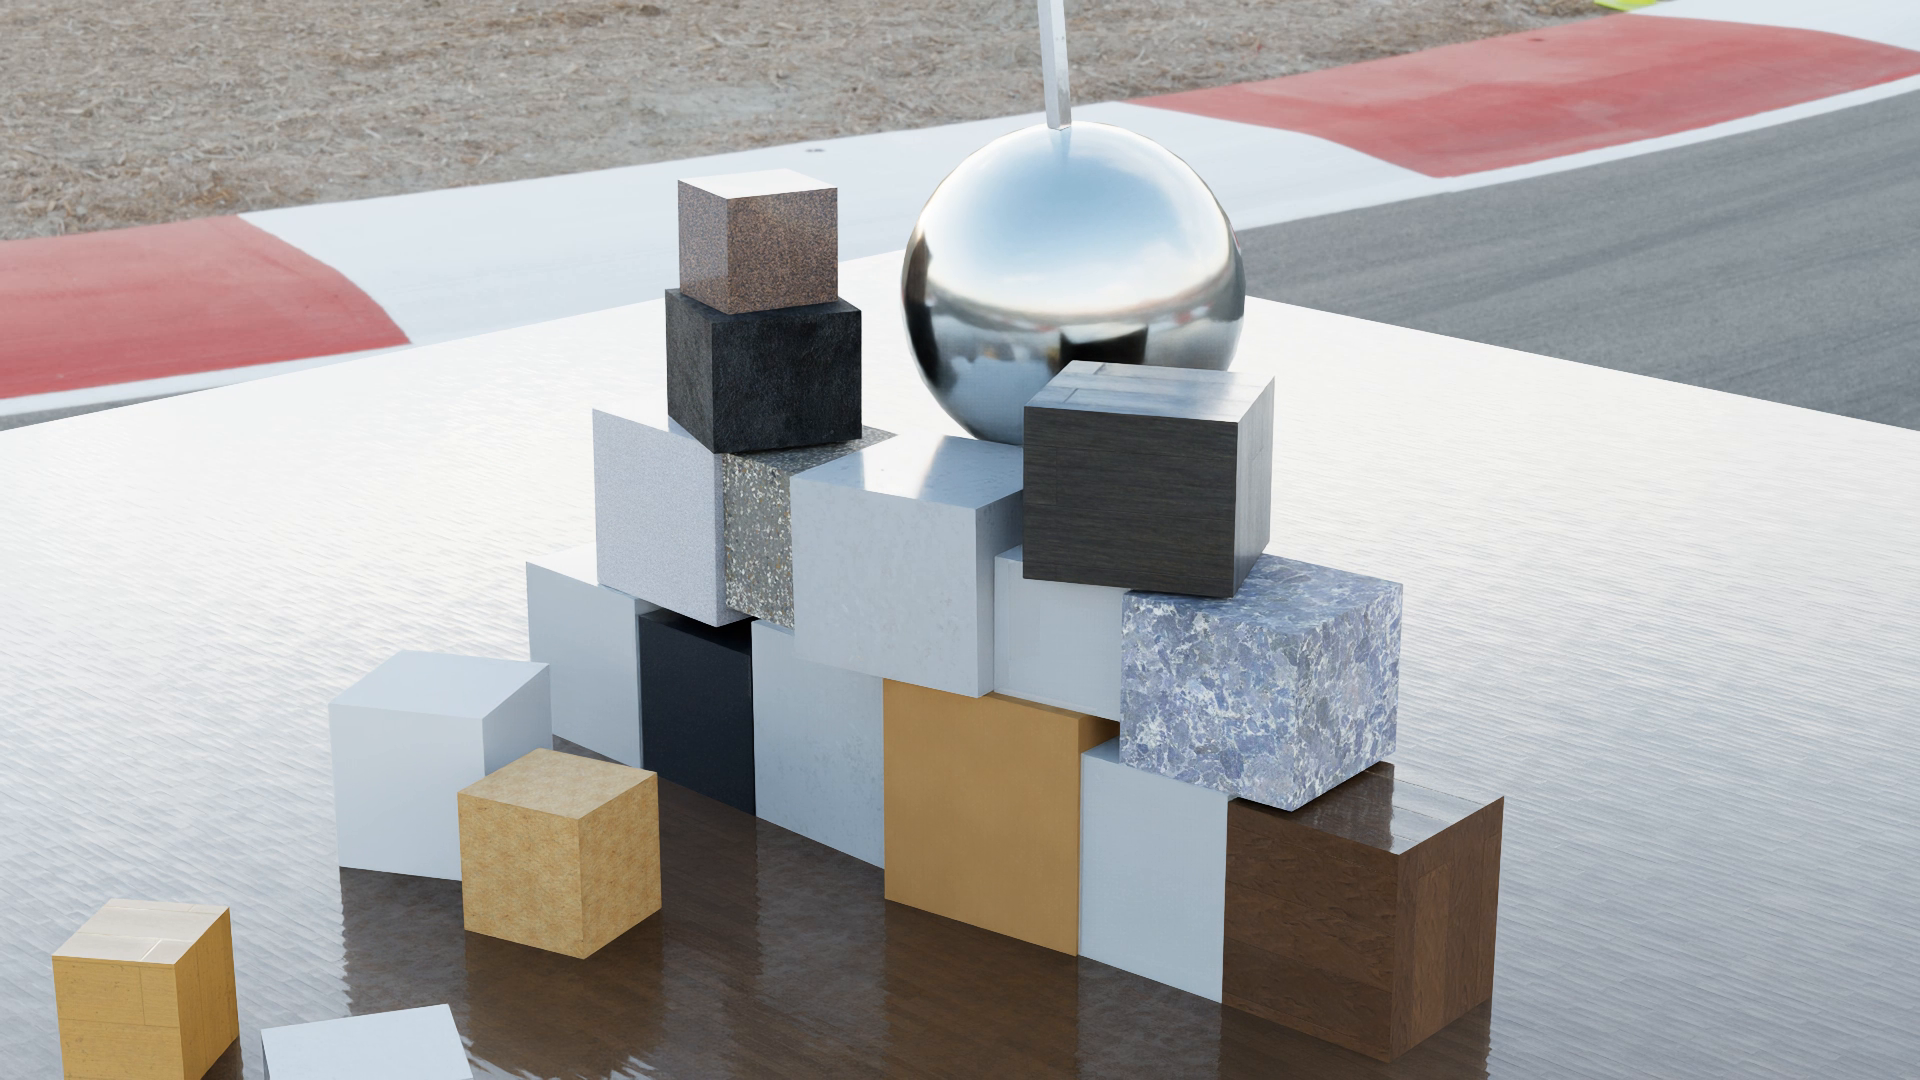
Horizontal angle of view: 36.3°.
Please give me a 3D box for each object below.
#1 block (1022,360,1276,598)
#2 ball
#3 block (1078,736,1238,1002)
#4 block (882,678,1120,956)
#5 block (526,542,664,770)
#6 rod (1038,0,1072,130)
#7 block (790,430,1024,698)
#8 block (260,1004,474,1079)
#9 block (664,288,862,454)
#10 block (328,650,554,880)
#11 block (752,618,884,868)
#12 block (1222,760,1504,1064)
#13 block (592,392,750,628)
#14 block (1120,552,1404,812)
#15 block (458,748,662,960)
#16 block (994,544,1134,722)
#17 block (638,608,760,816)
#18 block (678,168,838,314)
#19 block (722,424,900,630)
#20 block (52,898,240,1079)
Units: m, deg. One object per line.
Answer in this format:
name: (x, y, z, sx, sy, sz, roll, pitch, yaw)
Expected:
block: (0.797, -0.270, 12.286, 0.886, 0.739, 0.801, 5, 18, 16)
ball: (0.519, -1.129, 13.531, 1.600, 1.600, 1.600, 0, 17, 0)
block: (1.069, 1.315, 12.609, 0.744, 0.930, 0.855, 14, 22, 37)
block: (0.342, 1.074, 13.108, 1.029, 1.091, 0.900, 12, 21, 34)
block: (-1.574, 0.528, 15.161, 0.956, 0.901, 0.880, -17, 24, -42)
rod: (0.225, -4.260, 12.239, 0.080, 5.200, 0.080, 17, 31, 42)
block: (-0.068, 0.082, 13.041, 0.976, 0.840, 0.949, 10, 20, 33)
block: (-2.100, 2.130, 10.452, 0.671, 0.668, 0.599, -5, 18, -17)
block: (-0.942, -0.843, 13.996, 0.736, 0.624, 0.736, -7, 19, -21)
block: (-2.402, 1.045, 13.681, 0.758, 0.804, 0.759, 5, 18, 15)
block: (-0.307, 0.861, 13.955, 0.979, 0.988, 0.932, 17, 24, 42)
block: (1.659, 1.487, 12.108, 0.819, 0.903, 0.795, 14, 22, 38)
block: (-1.165, -0.211, 14.511, 0.904, 0.902, 0.918, -17, 25, -42)
block: (1.254, 0.558, 12.220, 0.843, 0.748, 0.828, 13, 22, 36)
block: (-1.757, 1.369, 12.906, 0.637, 0.650, 0.600, 9, 20, 27)
block: (0.629, 0.328, 12.639, 0.673, 0.614, 0.727, 11, 21, 32)
block: (-0.958, 0.752, 14.590, 0.931, 0.817, 0.836, -17, 24, -42)
block: (-0.957, -1.419, 13.877, 0.579, 0.546, 0.520, -10, 21, -29)
block: (-0.554, -0.050, 13.925, 0.806, 0.768, 0.791, -17, 24, -42)
block: (-3.225, 1.809, 11.647, 0.501, 0.565, 0.536, 3, 18, 9)
